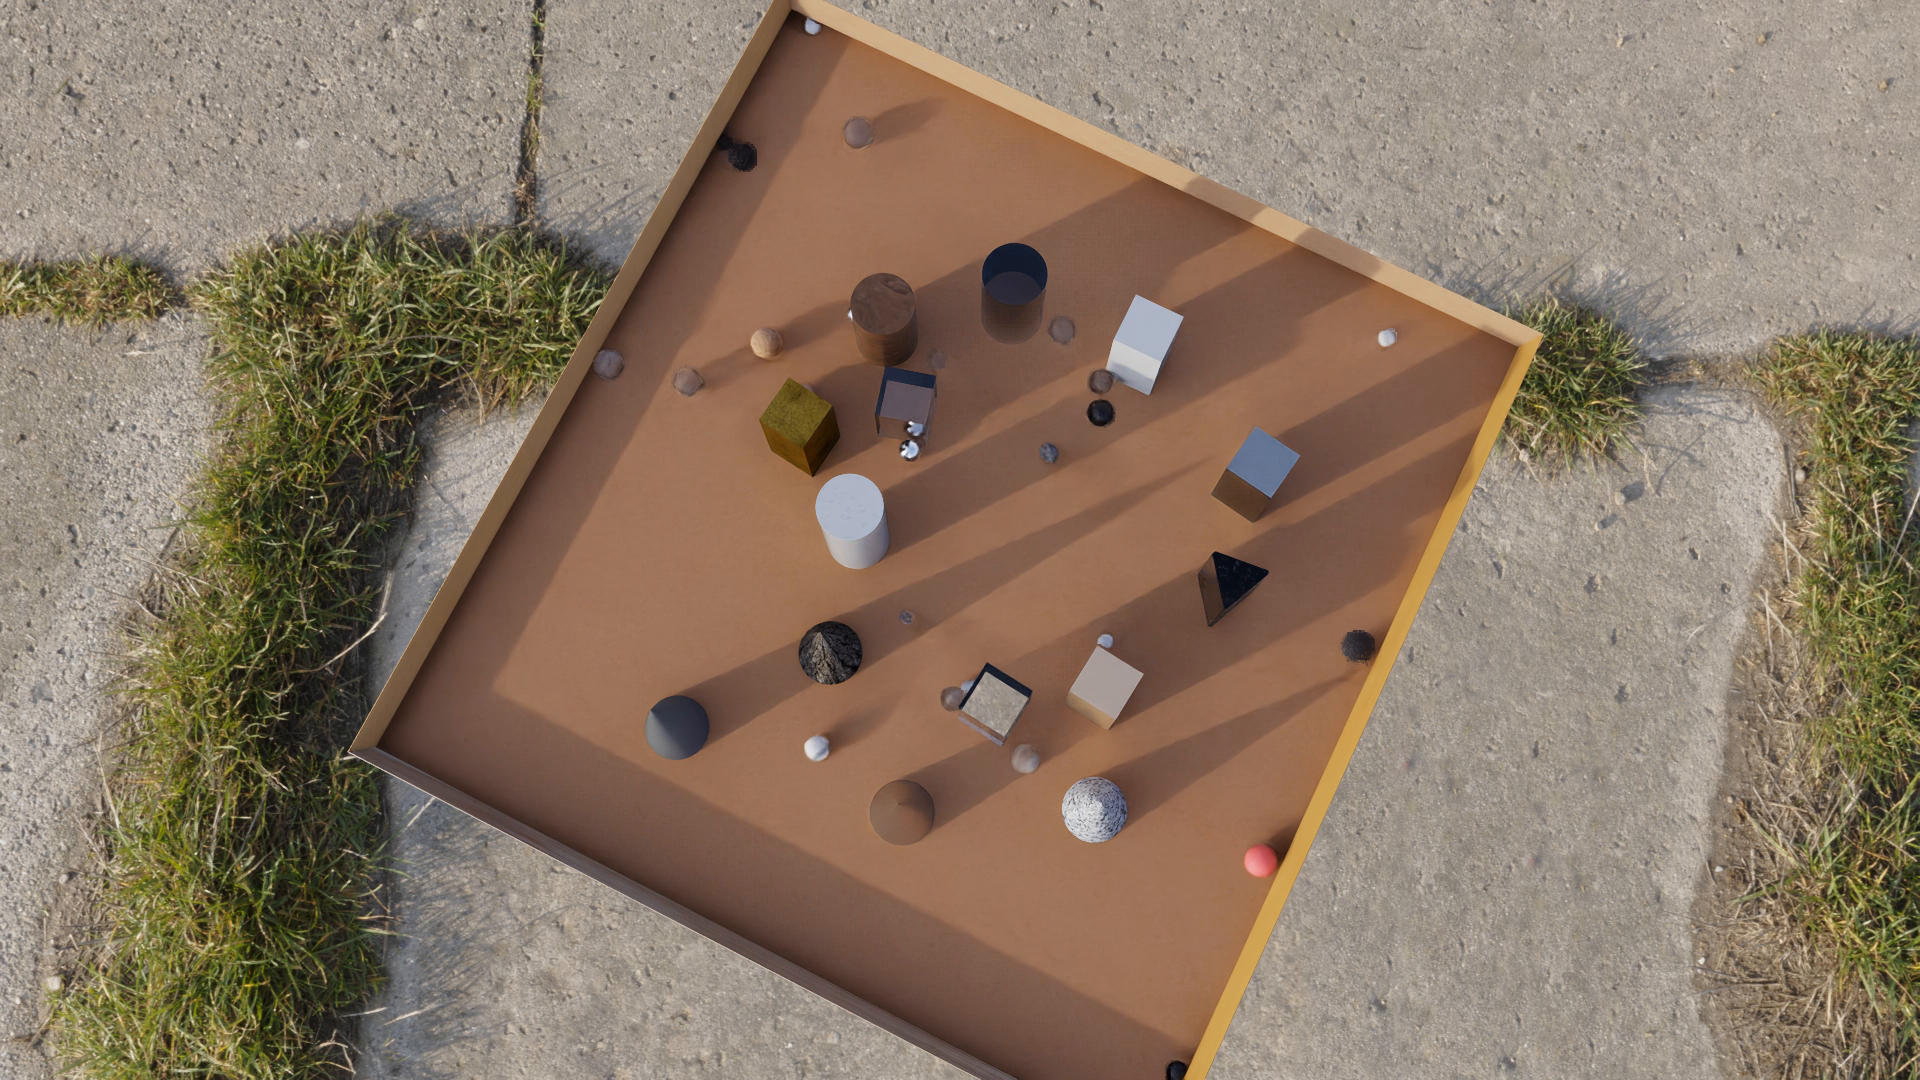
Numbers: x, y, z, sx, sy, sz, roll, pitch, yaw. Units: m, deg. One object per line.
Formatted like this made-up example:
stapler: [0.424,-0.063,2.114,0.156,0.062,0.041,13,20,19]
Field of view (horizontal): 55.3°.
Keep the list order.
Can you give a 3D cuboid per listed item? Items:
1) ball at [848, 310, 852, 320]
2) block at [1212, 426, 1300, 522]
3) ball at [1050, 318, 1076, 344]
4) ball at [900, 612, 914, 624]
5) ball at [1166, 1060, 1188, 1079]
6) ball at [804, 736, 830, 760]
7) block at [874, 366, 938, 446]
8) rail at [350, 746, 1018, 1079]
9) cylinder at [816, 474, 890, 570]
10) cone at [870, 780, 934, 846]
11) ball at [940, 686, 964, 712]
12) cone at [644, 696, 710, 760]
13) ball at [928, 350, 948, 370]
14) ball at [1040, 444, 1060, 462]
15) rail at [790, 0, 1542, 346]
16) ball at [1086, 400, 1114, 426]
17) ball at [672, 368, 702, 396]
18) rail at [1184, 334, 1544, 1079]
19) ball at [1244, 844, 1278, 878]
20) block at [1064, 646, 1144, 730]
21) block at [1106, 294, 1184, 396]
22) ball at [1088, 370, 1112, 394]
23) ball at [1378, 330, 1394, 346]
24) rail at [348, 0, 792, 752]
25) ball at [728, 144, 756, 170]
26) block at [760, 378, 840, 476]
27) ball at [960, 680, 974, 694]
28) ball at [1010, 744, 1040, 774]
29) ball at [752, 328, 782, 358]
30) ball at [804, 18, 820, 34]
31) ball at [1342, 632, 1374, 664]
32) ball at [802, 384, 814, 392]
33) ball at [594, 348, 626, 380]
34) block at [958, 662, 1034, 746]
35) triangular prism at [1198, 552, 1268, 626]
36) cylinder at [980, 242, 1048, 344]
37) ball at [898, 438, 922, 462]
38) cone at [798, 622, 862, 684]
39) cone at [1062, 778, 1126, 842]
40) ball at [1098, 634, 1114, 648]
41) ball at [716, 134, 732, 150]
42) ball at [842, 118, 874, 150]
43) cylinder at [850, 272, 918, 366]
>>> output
ball: [-0.329,-0.709,5.740,0.046,0.046,0.046,0,78,0]
block: [0.880,-0.192,5.482,0.155,0.340,0.155,35,80,7]
ball: [0.319,-0.652,5.709,0.083,0.083,0.083,0,78,0]
ball: [-0.160,0.236,5.547,0.041,0.041,0.041,0,78,0]
ball: [0.624,1.530,5.267,0.065,0.065,0.065,0,78,0]
ball: [-0.425,0.619,5.450,0.076,0.076,0.076,0,78,0]
block: [-0.162,-0.407,5.579,0.155,0.239,0.155,11,79,2]
rail: [-0.603,1.189,5.305,2.634,0.126,0.045,26,80,5]
cylinder: [-0.313,-0.050,5.404,0.194,0.436,0.194,0,78,0]
cone: [-0.172,0.770,5.252,0.194,0.402,0.194,0,78,0]
ball: [-0.021,0.475,5.480,0.075,0.075,0.075,0,78,0]
cone: [-0.850,0.515,5.266,0.194,0.479,0.194,0,78,0]
ball: [-0.070,-0.560,5.701,0.062,0.062,0.062,0,78,0]
ball: [0.278,-0.266,5.643,0.057,0.057,0.057,0,78,0]
rail: [0.603,-1.175,5.794,2.634,0.126,0.045,26,80,5]
ball: [0.433,-0.392,5.655,0.084,0.084,0.084,0,78,0]
ball: [-0.844,-0.489,5.672,0.090,0.090,0.090,0,78,0]
rail: [1.157,0.573,5.433,0.045,0.126,2.746,26,80,5]
ball: [0.883,0.940,5.373,0.096,0.096,0.096,0,78,0]
block: [0.418,0.437,5.374,0.155,0.299,0.155,32,80,6]
block: [0.555,-0.587,5.558,0.155,0.352,0.155,26,79,5]
ball: [0.436,-0.491,5.680,0.075,0.075,0.075,0,78,0]
ball: [1.330,-0.630,5.720,0.053,0.053,0.053,0,78,0]
rail: [-1.157,-0.560,5.667,0.045,0.126,2.746,26,80,5]
ball: [-0.693,-1.217,5.825,0.085,0.085,0.085,0,78,0]
block: [-0.477,-0.334,5.503,0.155,0.357,0.155,33,80,6]
ball: [0.026,0.443,5.501,0.046,0.046,0.046,0,78,0]
ball: [0.194,0.648,5.438,0.087,0.087,0.087,0,78,0]
ball: [-0.601,-0.612,5.694,0.097,0.097,0.097,0,78,0]
ball: [-0.480,-1.665,5.934,0.052,0.052,0.052,0,78,0]
ball: [1.194,0.324,5.502,0.093,0.093,0.093,0,78,0]
ball: [-0.489,-0.447,5.671,0.075,0.075,0.075,0,78,0]
ball: [-1.086,-0.546,5.681,0.094,0.094,0.094,0,78,0]
block: [0.101,0.484,5.359,0.155,0.308,0.155,32,80,6]
triangular prism: [0.775,0.123,5.420,0.168,0.335,0.145,-39,81,-7]
cylinder: [0.161,-0.746,5.579,0.194,0.375,0.194,0,78,0]
ball: [-0.153,-0.275,5.637,0.071,0.071,0.071,0,78,0]
cone: [-0.392,0.300,5.343,0.194,0.415,0.194,0,78,0]
cone: [0.400,0.773,5.308,0.194,0.292,0.194,0,78,0]
ball: [0.440,0.306,5.530,0.046,0.046,0.046,0,78,0]
ball: [-0.752,-1.272,5.853,0.053,0.053,0.053,0,78,0]
ball: [-0.325,-1.294,5.835,0.096,0.096,0.096,0,78,0]
cylinder: [-0.229,-0.668,5.591,0.194,0.321,0.194,0,78,0]
